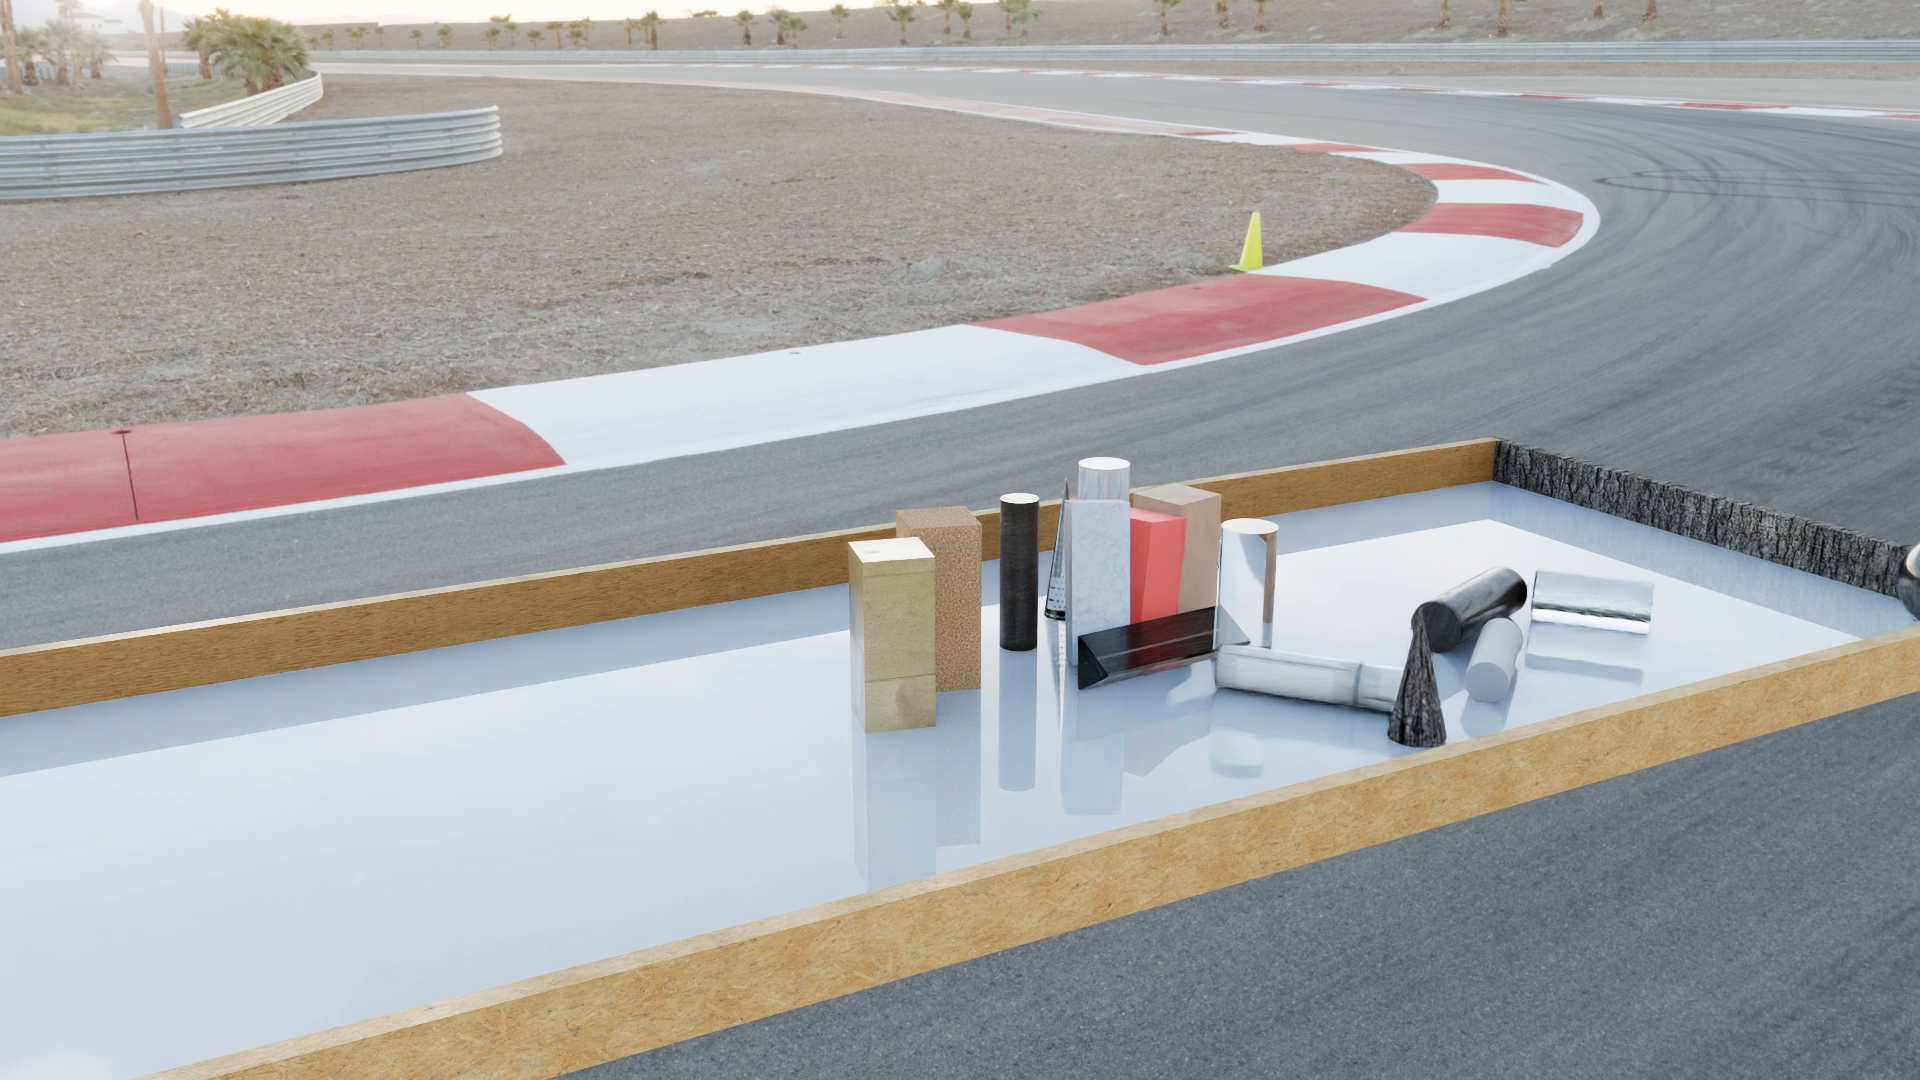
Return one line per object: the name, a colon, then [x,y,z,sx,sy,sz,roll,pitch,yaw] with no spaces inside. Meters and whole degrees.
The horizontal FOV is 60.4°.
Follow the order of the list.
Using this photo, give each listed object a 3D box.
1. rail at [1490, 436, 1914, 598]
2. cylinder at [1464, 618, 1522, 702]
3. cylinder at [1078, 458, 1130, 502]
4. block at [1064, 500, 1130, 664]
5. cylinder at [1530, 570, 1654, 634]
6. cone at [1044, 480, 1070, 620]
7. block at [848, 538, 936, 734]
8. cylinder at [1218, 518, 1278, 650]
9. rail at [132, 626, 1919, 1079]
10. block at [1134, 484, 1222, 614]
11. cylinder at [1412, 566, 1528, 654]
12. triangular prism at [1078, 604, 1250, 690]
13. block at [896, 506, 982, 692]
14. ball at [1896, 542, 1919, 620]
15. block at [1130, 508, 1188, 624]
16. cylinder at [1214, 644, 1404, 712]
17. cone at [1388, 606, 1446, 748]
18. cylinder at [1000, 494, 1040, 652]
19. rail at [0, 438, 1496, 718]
rail: [2.466,-0.048,5.253,0.050,0.150,2.100,-9,18,-27]
cylinder: [1.345,0.299,4.154,0.104,0.104,0.356,7,18,22]
cylinder: [0.420,-0.046,4.853,0.149,0.370,0.149,0,16,0]
block: [0.352,0.105,4.235,0.147,0.409,0.147,-1,5,-3]
cylinder: [1.734,0.169,4.528,0.303,0.142,0.142,7,18,22]
cone: [0.292,0.013,4.587,0.111,0.409,0.111,0,16,0]
block: [-0.160,0.221,3.865,0.168,0.416,0.168,-4,17,-14]
cylinder: [0.751,0.127,4.318,0.146,0.340,0.146,0,16,0]
rail: [-2.336,1.006,1.665,12.000,0.150,0.050,-9,18,-27]
block: [0.597,0.044,4.576,0.170,0.355,0.170,-15,22,-41]
cylinder: [1.386,0.186,4.476,0.140,0.140,0.415,14,21,40]
triangular prism: [0.501,0.258,4.157,0.452,0.121,0.140,-10,-13,-30]
block: [-0.053,0.147,4.103,0.177,0.424,0.177,-4,17,-13]
ball: [2.703,0.115,4.485,0.270,0.270,0.270,0,16,0]
block: [0.464,0.097,4.392,0.177,0.334,0.177,13,12,37]
cylinder: [0.852,0.335,4.023,0.445,0.107,0.107,7,18,22]
cone: [1.045,0.297,3.755,0.132,0.323,0.132,-3,19,1]
cylinder: [0.156,0.086,4.346,0.103,0.405,0.103,0,16,0]
rail: [-3.305,0.497,3.399,12.000,0.150,0.050,-9,18,-27]
